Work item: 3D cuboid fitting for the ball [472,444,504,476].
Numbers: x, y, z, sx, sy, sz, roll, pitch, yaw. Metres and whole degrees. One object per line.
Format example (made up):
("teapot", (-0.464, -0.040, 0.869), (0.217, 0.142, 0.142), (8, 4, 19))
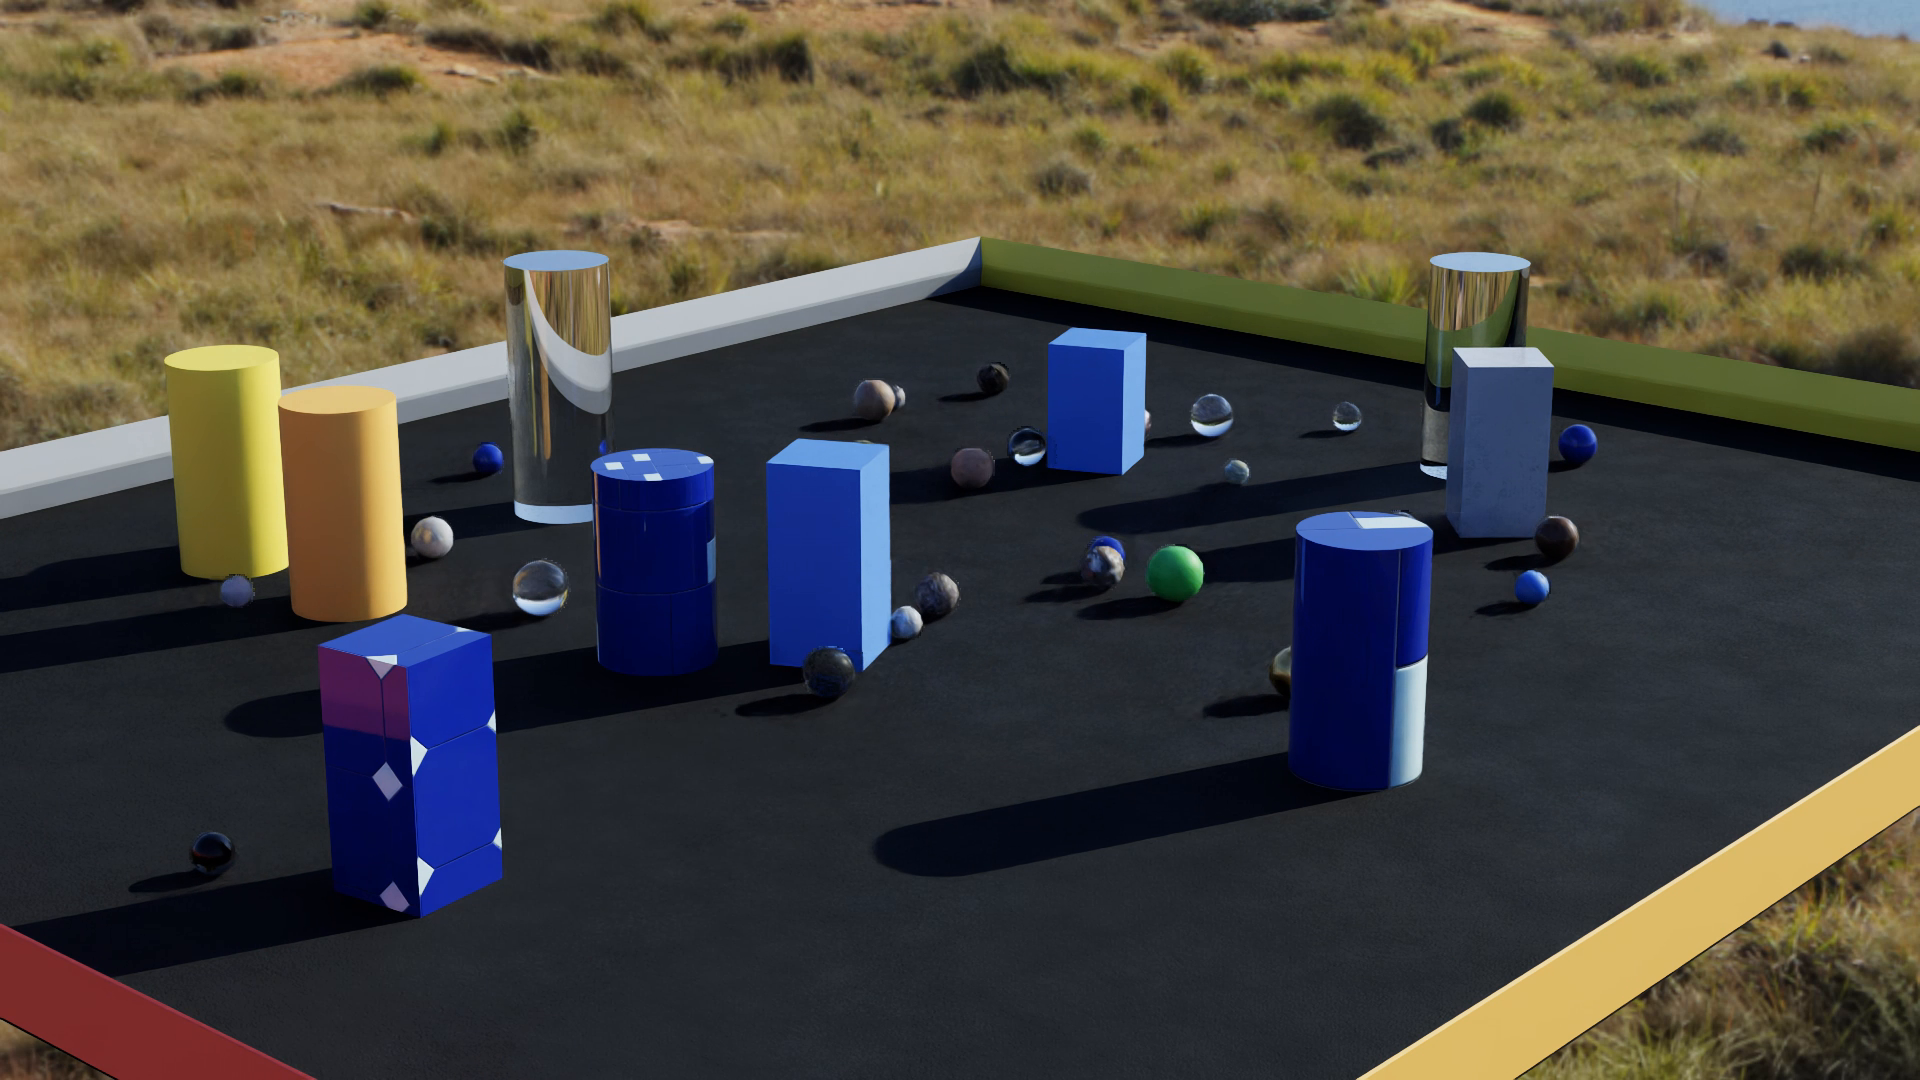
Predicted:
("ball", (-0.946, -0.161, 5.879), (0.062, 0.062, 0.062), (0, 17, 0))

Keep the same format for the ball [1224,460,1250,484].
("ball", (0.548, -0.134, 5.812), (0.049, 0.049, 0.049), (0, 17, 0))

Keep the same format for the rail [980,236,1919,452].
("rail", (1.311, -0.404, 6.566), (3.373, 0.128, 0.045), (14, 22, 39))

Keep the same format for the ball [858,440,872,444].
("ball", (-0.195, -0.169, 5.900), (0.065, 0.065, 0.065), (0, 17, 0))

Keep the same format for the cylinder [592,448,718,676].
("cylinder", (-0.496, 0.035, 4.768), (0.197, 0.328, 0.197), (0, 17, 0))

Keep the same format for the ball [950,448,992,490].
("ball", (0.023, -0.141, 5.774), (0.084, 0.084, 0.084), (0, 17, 0))

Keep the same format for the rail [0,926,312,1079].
("rail", (-1.311, 0.468, 3.674), (3.373, 0.128, 0.045), (14, 22, 39))

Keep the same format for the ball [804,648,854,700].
("ball", (-0.206, 0.210, 4.615), (0.081, 0.081, 0.081), (0, 17, 0))

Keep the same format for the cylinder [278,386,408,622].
("cylinder", (-1.058, -0.064, 5.030), (0.197, 0.366, 0.197), (0, 17, 0))

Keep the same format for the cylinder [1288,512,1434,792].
("cylinder", (0.584, 0.161, 4.285), (0.197, 0.365, 0.197), (0, 17, 0))

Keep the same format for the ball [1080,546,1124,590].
("ball", (0.250, 0.048, 5.157), (0.077, 0.077, 0.077), (0, 17, 0))

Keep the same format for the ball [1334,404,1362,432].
("ball", (0.821, -0.260, 6.210), (0.060, 0.060, 0.060), (0, 17, 0))

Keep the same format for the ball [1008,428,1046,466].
("ball", (0.135, -0.187, 5.903), (0.075, 0.075, 0.075), (0, 17, 0))

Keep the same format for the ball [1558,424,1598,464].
("ball", (1.256, -0.195, 5.960), (0.079, 0.079, 0.079), (0, 17, 0))

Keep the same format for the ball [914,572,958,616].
("ball", (-0.040, 0.094, 5.011), (0.075, 0.075, 0.075), (0, 17, 0))

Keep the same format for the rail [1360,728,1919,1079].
("rail", (1.255, 0.347, 4.076), (0.045, 0.128, 4.047), (14, 22, 39))

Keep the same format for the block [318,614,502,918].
("block", (-0.724, 0.296, 3.874), (0.158, 0.345, 0.158), (11, 20, 32))

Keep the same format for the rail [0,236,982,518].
("rail", (-1.255, -0.282, 6.164), (0.045, 0.128, 4.047), (14, 22, 39))

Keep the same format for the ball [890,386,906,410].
("ball", (-0.145, -0.310, 6.390), (0.053, 0.053, 0.053), (0, 17, 0))

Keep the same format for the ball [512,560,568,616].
("ball", (-0.718, 0.083, 5.012), (0.095, 0.095, 0.095), (0, 17, 0))

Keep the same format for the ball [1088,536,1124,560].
("ball", (0.262, 0.027, 5.246), (0.066, 0.066, 0.066), (0, 17, 0))

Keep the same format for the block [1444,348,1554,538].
("block", (1.009, -0.184, 5.496), (0.158, 0.326, 0.158), (0, 17, -1))

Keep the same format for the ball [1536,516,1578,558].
("ball", (1.086, -0.005, 5.334), (0.078, 0.078, 0.078), (0, 17, 0))

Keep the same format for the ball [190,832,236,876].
("ball", (-1.005, 0.423, 3.947), (0.059, 0.059, 0.059), (0, 17, 0))

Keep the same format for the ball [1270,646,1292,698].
("ball", (0.529, 0.209, 4.613), (0.084, 0.084, 0.084), (0, 17, 0))

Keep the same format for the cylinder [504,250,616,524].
("cylinder", (-0.759, -0.292, 5.578), (0.197, 0.487, 0.197), (0, 17, 0))

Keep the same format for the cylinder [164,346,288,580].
("cylinder", (-1.310, -0.141, 5.255), (0.197, 0.383, 0.197), (0, 17, 0))

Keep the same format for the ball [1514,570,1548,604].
("ball", (0.989, 0.083, 5.075), (0.059, 0.059, 0.059), (0, 17, 0))

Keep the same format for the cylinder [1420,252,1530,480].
("cylinder", (1.030, -0.347, 5.867), (0.197, 0.425, 0.197), (0, 17, 0))

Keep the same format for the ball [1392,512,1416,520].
("ball", (0.808, -0.017, 5.388), (0.070, 0.070, 0.070), (0, 17, 0))

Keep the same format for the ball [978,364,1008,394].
("ball", (0.074, -0.357, 6.519), (0.068, 0.068, 0.068), (0, 17, 0))

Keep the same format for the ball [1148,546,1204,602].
("ball", (0.374, 0.059, 5.086), (0.099, 0.099, 0.099), (0, 17, 0))

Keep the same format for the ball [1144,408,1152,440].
("ball", (0.357, -0.242, 6.104), (0.087, 0.087, 0.087), (0, 17, 0))

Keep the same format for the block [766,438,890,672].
("block", (-0.213, 0.024, 4.783), (0.158, 0.340, 0.158), (5, 17, 15))

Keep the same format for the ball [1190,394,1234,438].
("ball", (0.529, -0.260, 6.158), (0.091, 0.091, 0.091), (0, 17, 0))

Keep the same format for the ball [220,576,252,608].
("ball", (-1.250, 0.089, 5.063), (0.054, 0.054, 0.054), (0, 17, 0))

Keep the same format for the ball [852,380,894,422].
("ball", (-0.185, -0.300, 6.290), (0.090, 0.090, 0.090), (0, 17, 0))

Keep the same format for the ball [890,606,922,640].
("ball", (-0.090, 0.138, 4.898), (0.055, 0.055, 0.055), (0, 17, 0))

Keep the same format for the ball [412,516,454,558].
("ball", (-0.959, -0.004, 5.332), (0.077, 0.077, 0.077), (0, 17, 0))

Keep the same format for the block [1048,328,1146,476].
("block", (0.277, -0.283, 5.943), (0.158, 0.258, 0.158), (6, 18, 19))
